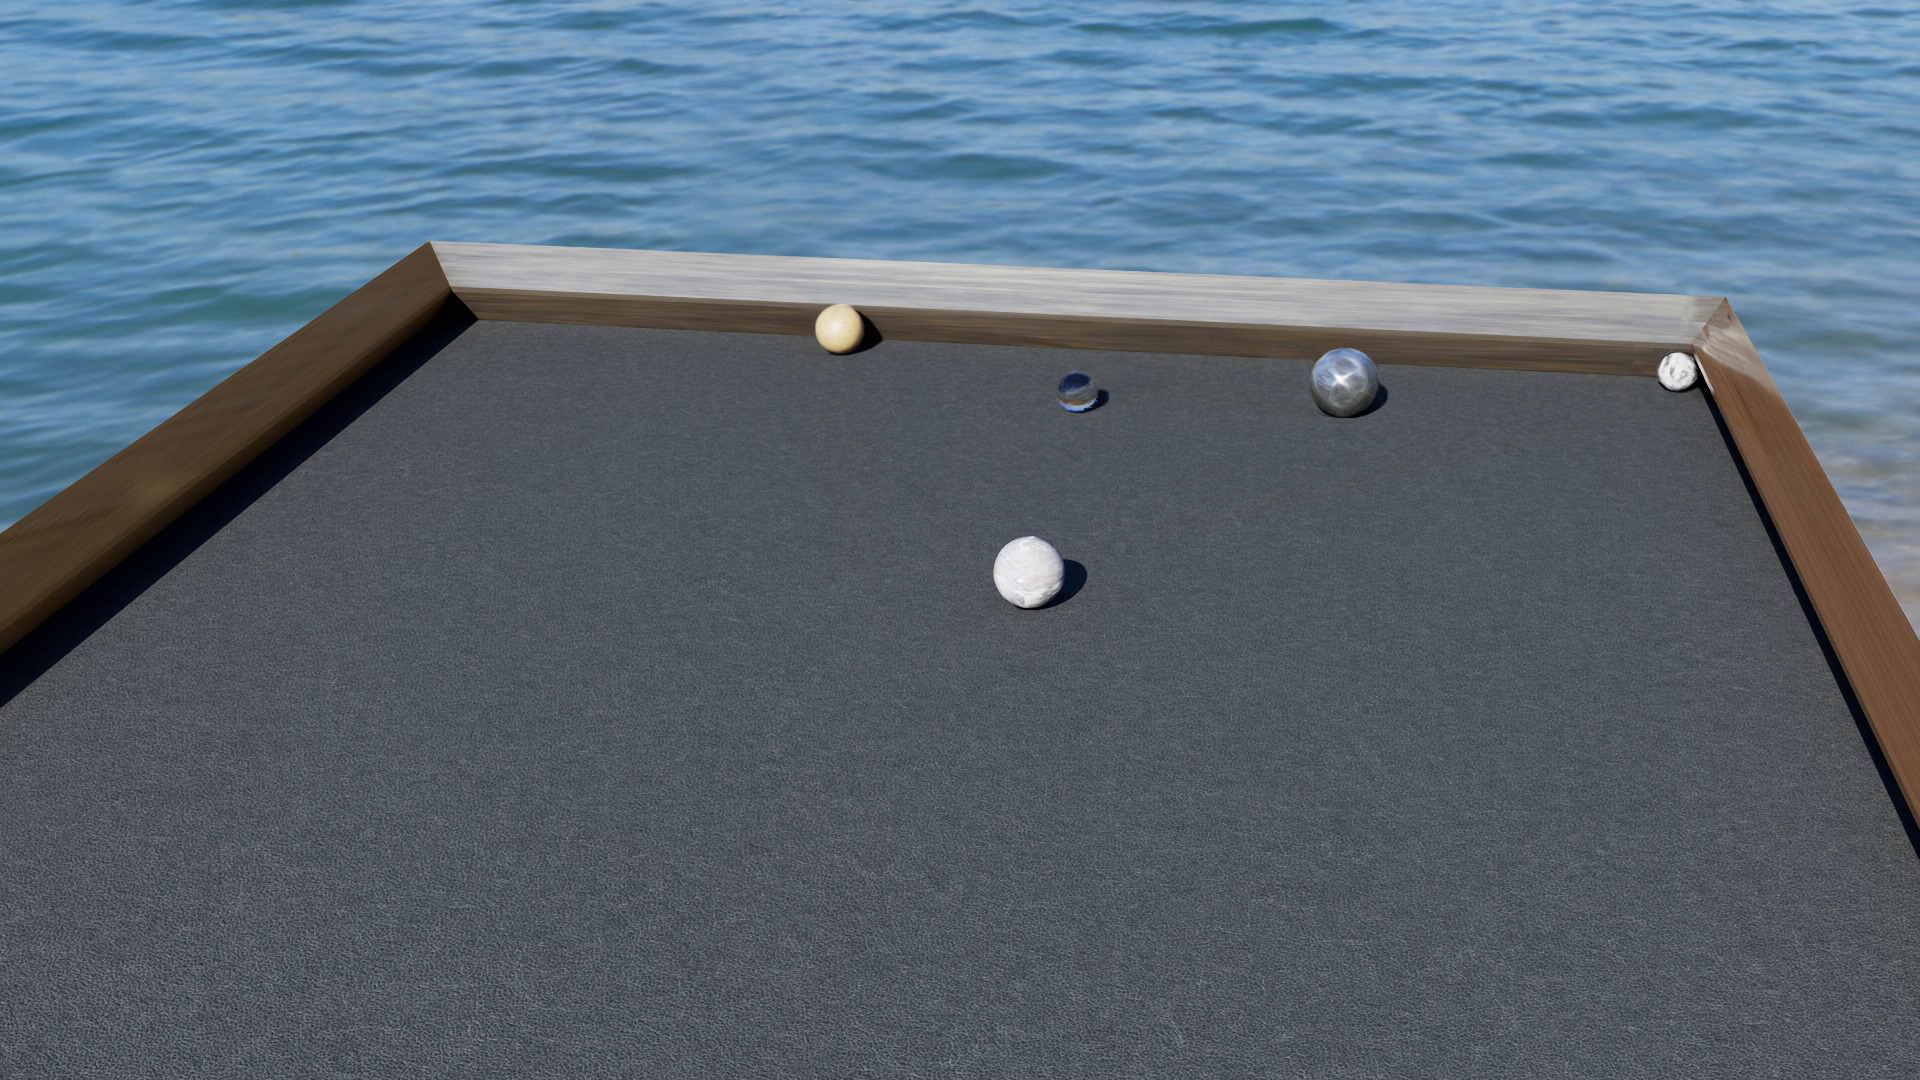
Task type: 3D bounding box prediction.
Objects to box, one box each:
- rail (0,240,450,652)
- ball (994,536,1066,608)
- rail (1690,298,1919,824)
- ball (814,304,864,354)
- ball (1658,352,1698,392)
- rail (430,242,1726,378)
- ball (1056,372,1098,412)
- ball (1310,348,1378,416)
[{"bbox_3d":[-1.004,0.224,1.784,0.045,0.115,3.176,4,23,8],"label":"rail"},{"bbox_3d":[0.072,0.034,2.290,0.075,0.075,0.075,0,23,0],"label":"ball"},{"bbox_3d":[0.753,0.332,1.524,0.045,0.115,3.176,4,23,8],"label":"rail"},{"bbox_3d":[-0.169,-0.295,3.083,0.070,0.070,0.070,0,23,0],"label":"ball"},{"bbox_3d":[0.959,-0.225,2.937,0.052,0.052,0.052,0,23,0],"label":"ball"},{"bbox_3d":[0.122,-0.319,3.078,1.826,0.115,0.045,4,23,8],"label":"rail"},{"bbox_3d":[0.152,-0.193,2.860,0.053,0.053,0.053,0,23,0],"label":"ball"},{"bbox_3d":[0.496,-0.204,2.840,0.088,0.088,0.088,0,23,0],"label":"ball"}]
